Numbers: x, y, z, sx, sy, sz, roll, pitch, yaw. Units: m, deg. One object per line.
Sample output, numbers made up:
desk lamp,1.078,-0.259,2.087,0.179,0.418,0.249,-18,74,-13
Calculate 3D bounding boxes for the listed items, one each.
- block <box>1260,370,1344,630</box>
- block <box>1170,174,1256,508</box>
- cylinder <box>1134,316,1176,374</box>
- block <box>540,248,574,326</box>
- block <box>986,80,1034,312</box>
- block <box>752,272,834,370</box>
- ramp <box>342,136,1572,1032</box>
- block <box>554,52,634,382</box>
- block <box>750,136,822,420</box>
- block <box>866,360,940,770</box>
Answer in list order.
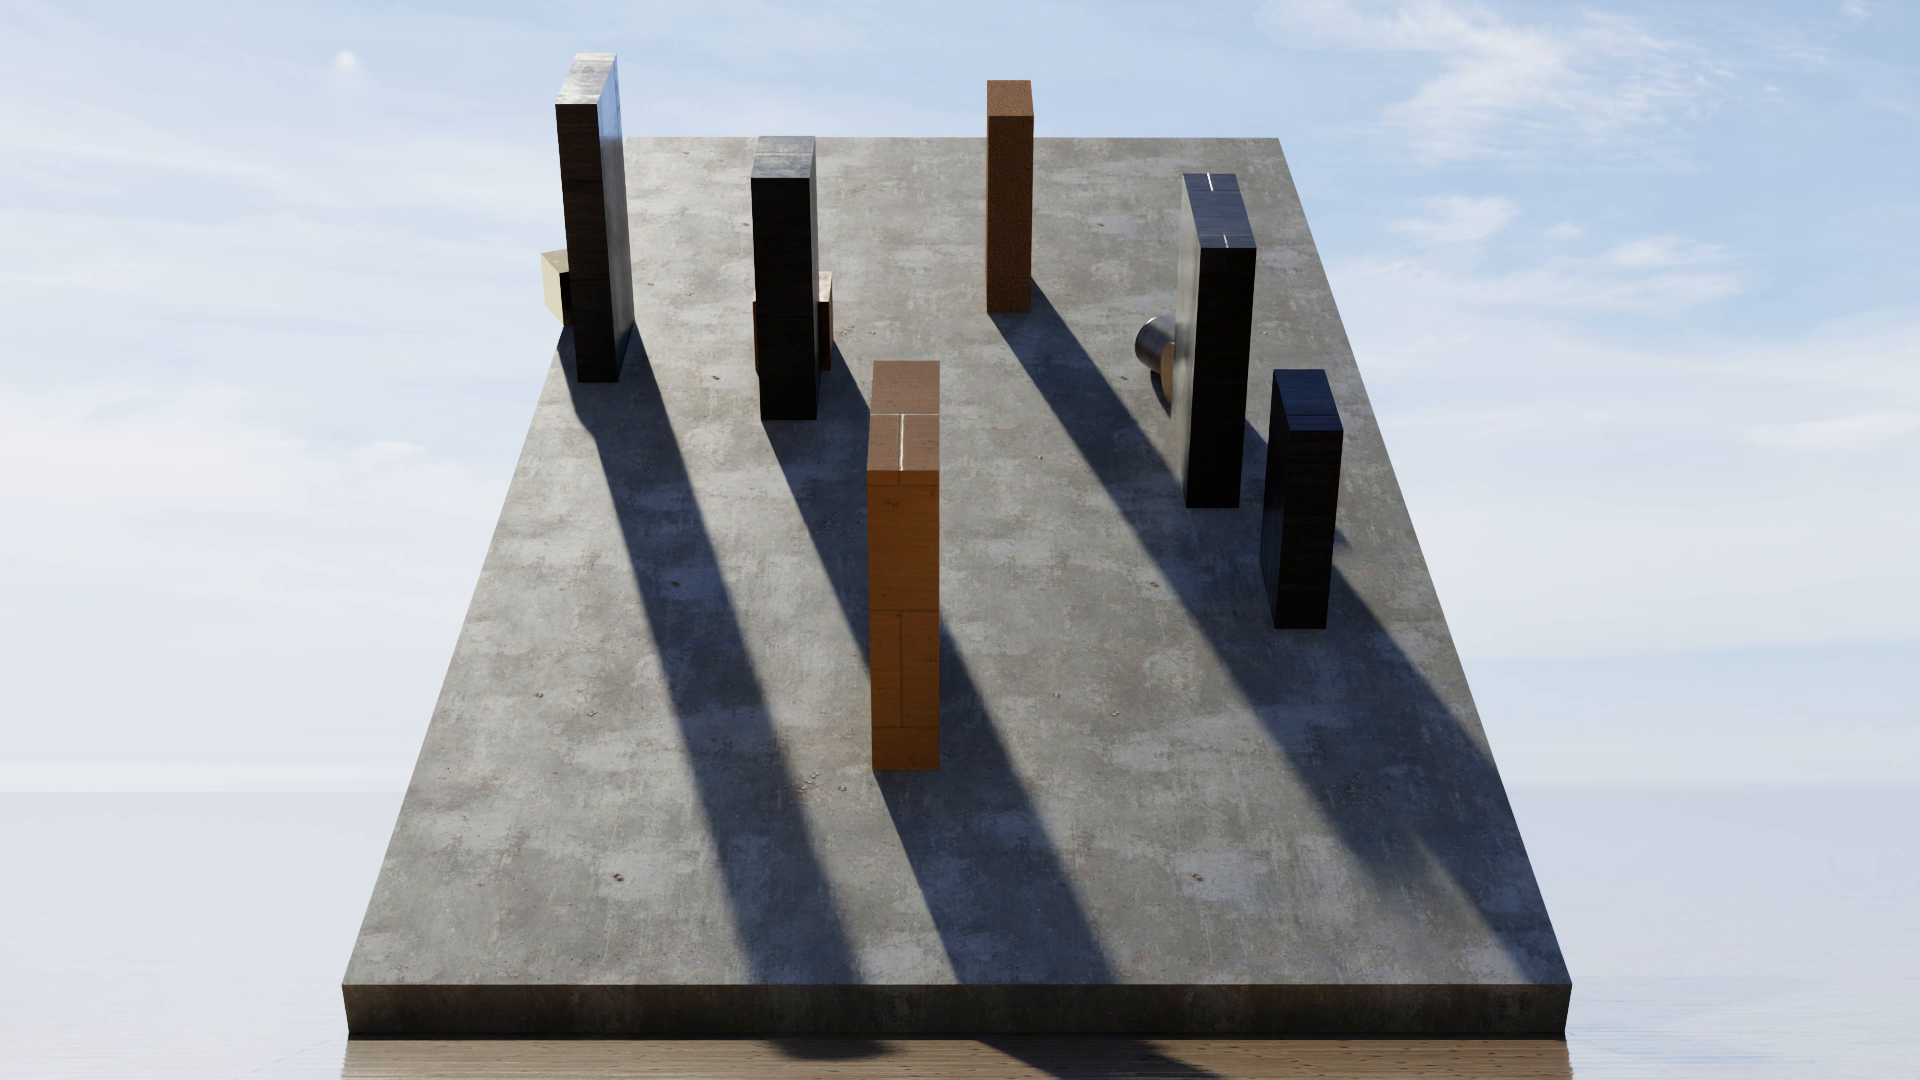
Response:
block,0.690,-0.084,4.886,0.104,0.450,0.277,0,29,0
block,0.559,-0.446,5.358,0.117,0.618,0.433,0,29,0
cylinder,0.520,-0.462,5.878,0.135,0.135,0.135,4,24,-33
block,-0.984,-0.660,6.211,0.146,0.146,0.146,-14,32,-24
block,0.126,-0.890,6.232,0.113,0.533,0.276,0,29,0
block,-0.412,-0.544,5.968,0.185,0.185,0.185,0,29,0
ramp,-0.013,-0.215,5.676,2.000,0.100,4.000,0,29,0
block,-0.884,-0.785,5.860,0.097,0.708,0.374,0,29,0
block,-0.405,-0.615,5.664,0.132,0.607,0.275,0,29,0
block,-0.100,0.044,4.477,0.124,0.624,0.443,0,29,0
